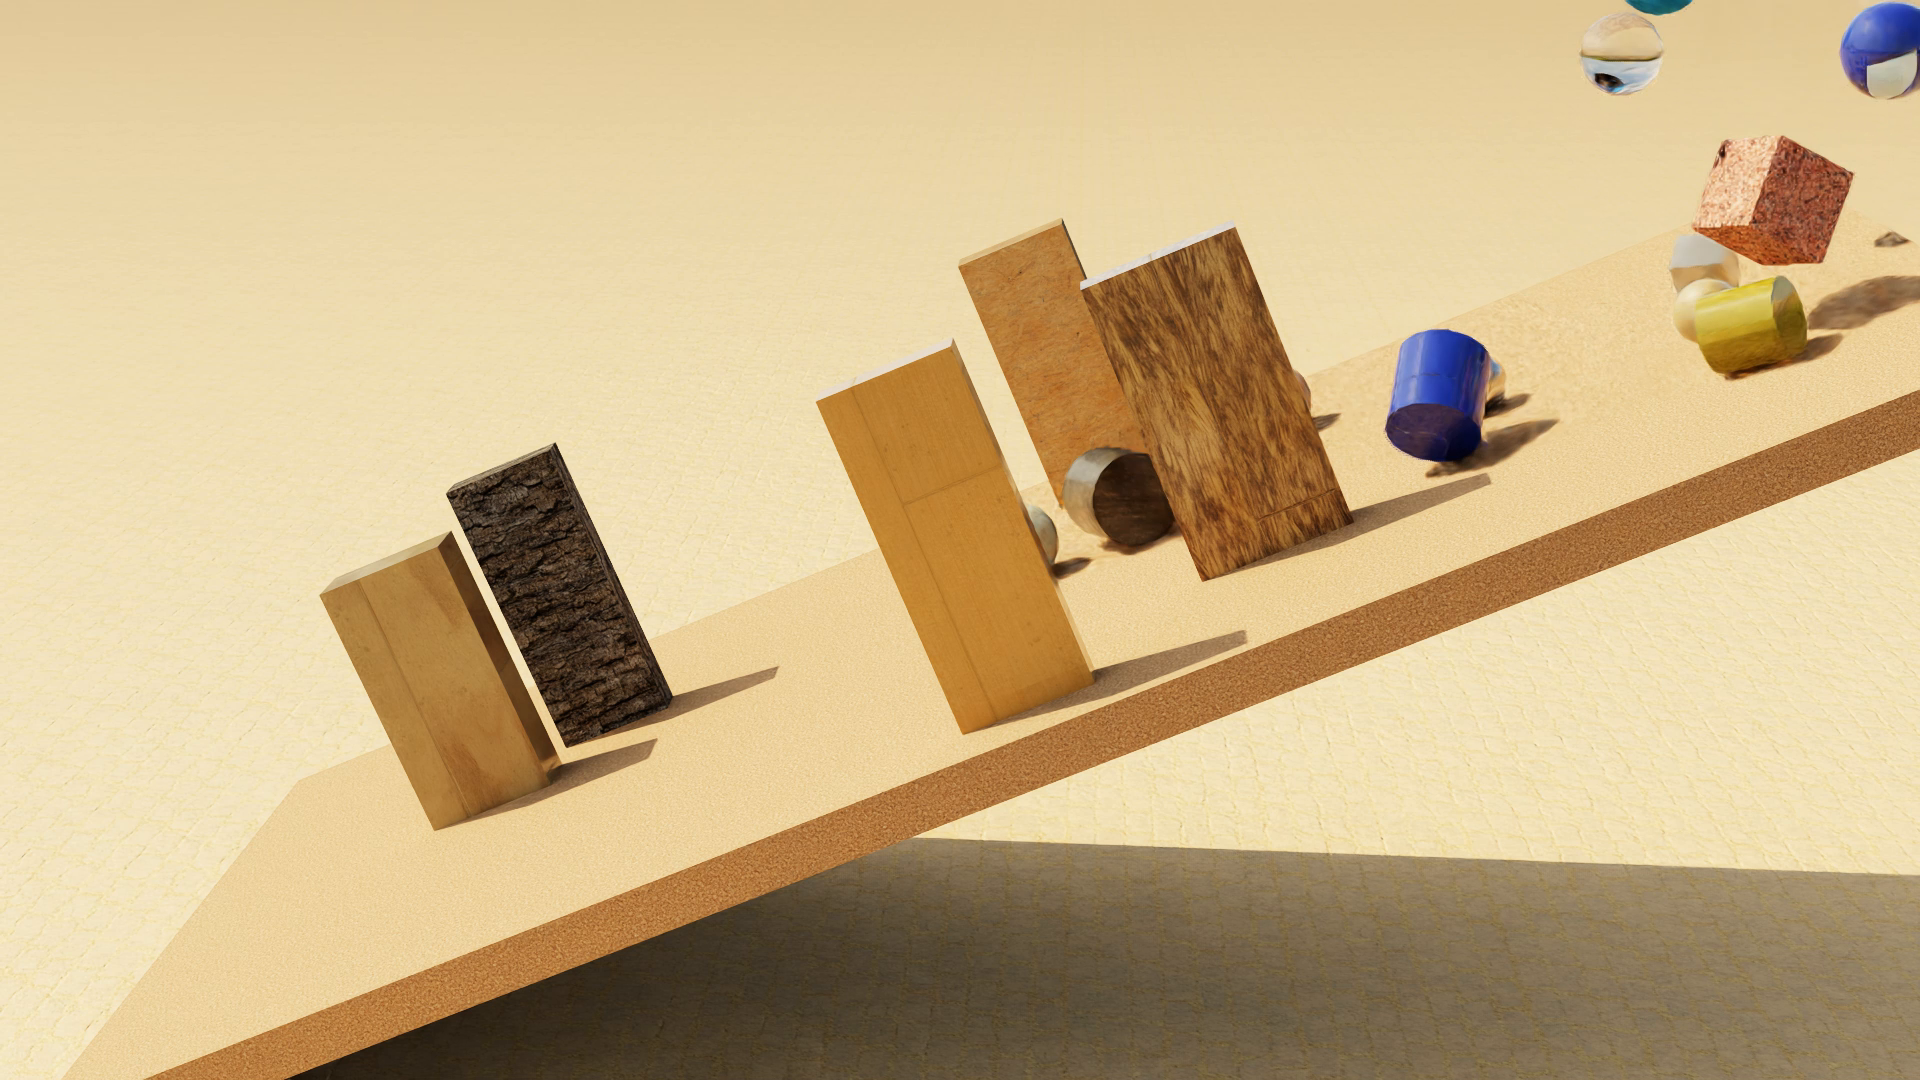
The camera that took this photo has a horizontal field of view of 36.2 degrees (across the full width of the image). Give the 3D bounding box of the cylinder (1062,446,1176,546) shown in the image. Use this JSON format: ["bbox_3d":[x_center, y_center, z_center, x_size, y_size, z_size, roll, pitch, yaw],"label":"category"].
[{"bbox_3d":[0.346,-0.096,6.318,0.197,0.197,0.197,-4,7,-16],"label":"cylinder"}]

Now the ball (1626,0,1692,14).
[{"bbox_3d":[1.449,-1.182,6.088,0.188,0.188,0.188,0,14,0],"label":"ball"}]

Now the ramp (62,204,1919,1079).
[{"bbox_3d":[0.128,0.172,6.287,4.000,0.100,2.000,-22,12,8],"label":"ramp"}]

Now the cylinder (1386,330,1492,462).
[{"bbox_3d":[0.952,-0.287,5.847,0.187,0.187,0.187,4,55,16],"label":"cylinder"}]

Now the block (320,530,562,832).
[{"bbox_3d":[-1.128,0.308,6.415,0.283,0.579,0.142,-22,12,8],"label":"block"}]

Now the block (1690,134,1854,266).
[{"bbox_3d":[1.577,-0.658,5.713,0.186,0.186,0.186,23,-5,-21],"label":"block"}]

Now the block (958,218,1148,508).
[{"bbox_3d":[0.236,-0.411,6.851,0.258,0.619,0.105,-22,12,8],"label":"block"}]

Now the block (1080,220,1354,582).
[{"bbox_3d":[0.503,-0.269,5.745,0.319,0.629,0.095,-22,12,8],"label":"block"}]

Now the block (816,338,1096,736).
[{"bbox_3d":[-0.004,-0.004,5.423,0.267,0.685,0.090,-22,12,8],"label":"block"}]

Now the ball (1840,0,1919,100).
[{"bbox_3d":[1.814,-0.953,5.733,0.193,0.193,0.193,0,14,0],"label":"ball"}]

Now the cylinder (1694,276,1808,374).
[{"bbox_3d":[1.509,-0.410,5.609,0.156,0.156,0.156,-14,4,37],"label":"cylinder"}]

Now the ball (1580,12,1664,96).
[{"bbox_3d":[1.309,-0.961,5.820,0.164,0.164,0.164,0,14,0],"label":"ball"}]

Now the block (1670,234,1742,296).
[{"bbox_3d":[1.533,-0.554,6.049,0.109,0.109,0.109,-4,40,29],"label":"block"}]

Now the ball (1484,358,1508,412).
[{"bbox_3d":[1.077,-0.324,6.119,0.122,0.122,0.122,0,14,0],"label":"ball"}]

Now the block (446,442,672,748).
[{"bbox_3d":[-0.897,0.126,6.611,0.253,0.641,0.094,-22,12,8],"label":"block"}]

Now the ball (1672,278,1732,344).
[{"bbox_3d":[1.495,-0.456,5.883,0.134,0.134,0.134,0,14,0],"label":"ball"}]

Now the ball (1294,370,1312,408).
[{"bbox_3d":[0.706,-0.314,6.639,0.172,0.172,0.172,0,14,0],"label":"ball"}]

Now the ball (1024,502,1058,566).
[{"bbox_3d":[0.124,0.007,6.335,0.179,0.179,0.179,0,14,0],"label":"ball"}]
